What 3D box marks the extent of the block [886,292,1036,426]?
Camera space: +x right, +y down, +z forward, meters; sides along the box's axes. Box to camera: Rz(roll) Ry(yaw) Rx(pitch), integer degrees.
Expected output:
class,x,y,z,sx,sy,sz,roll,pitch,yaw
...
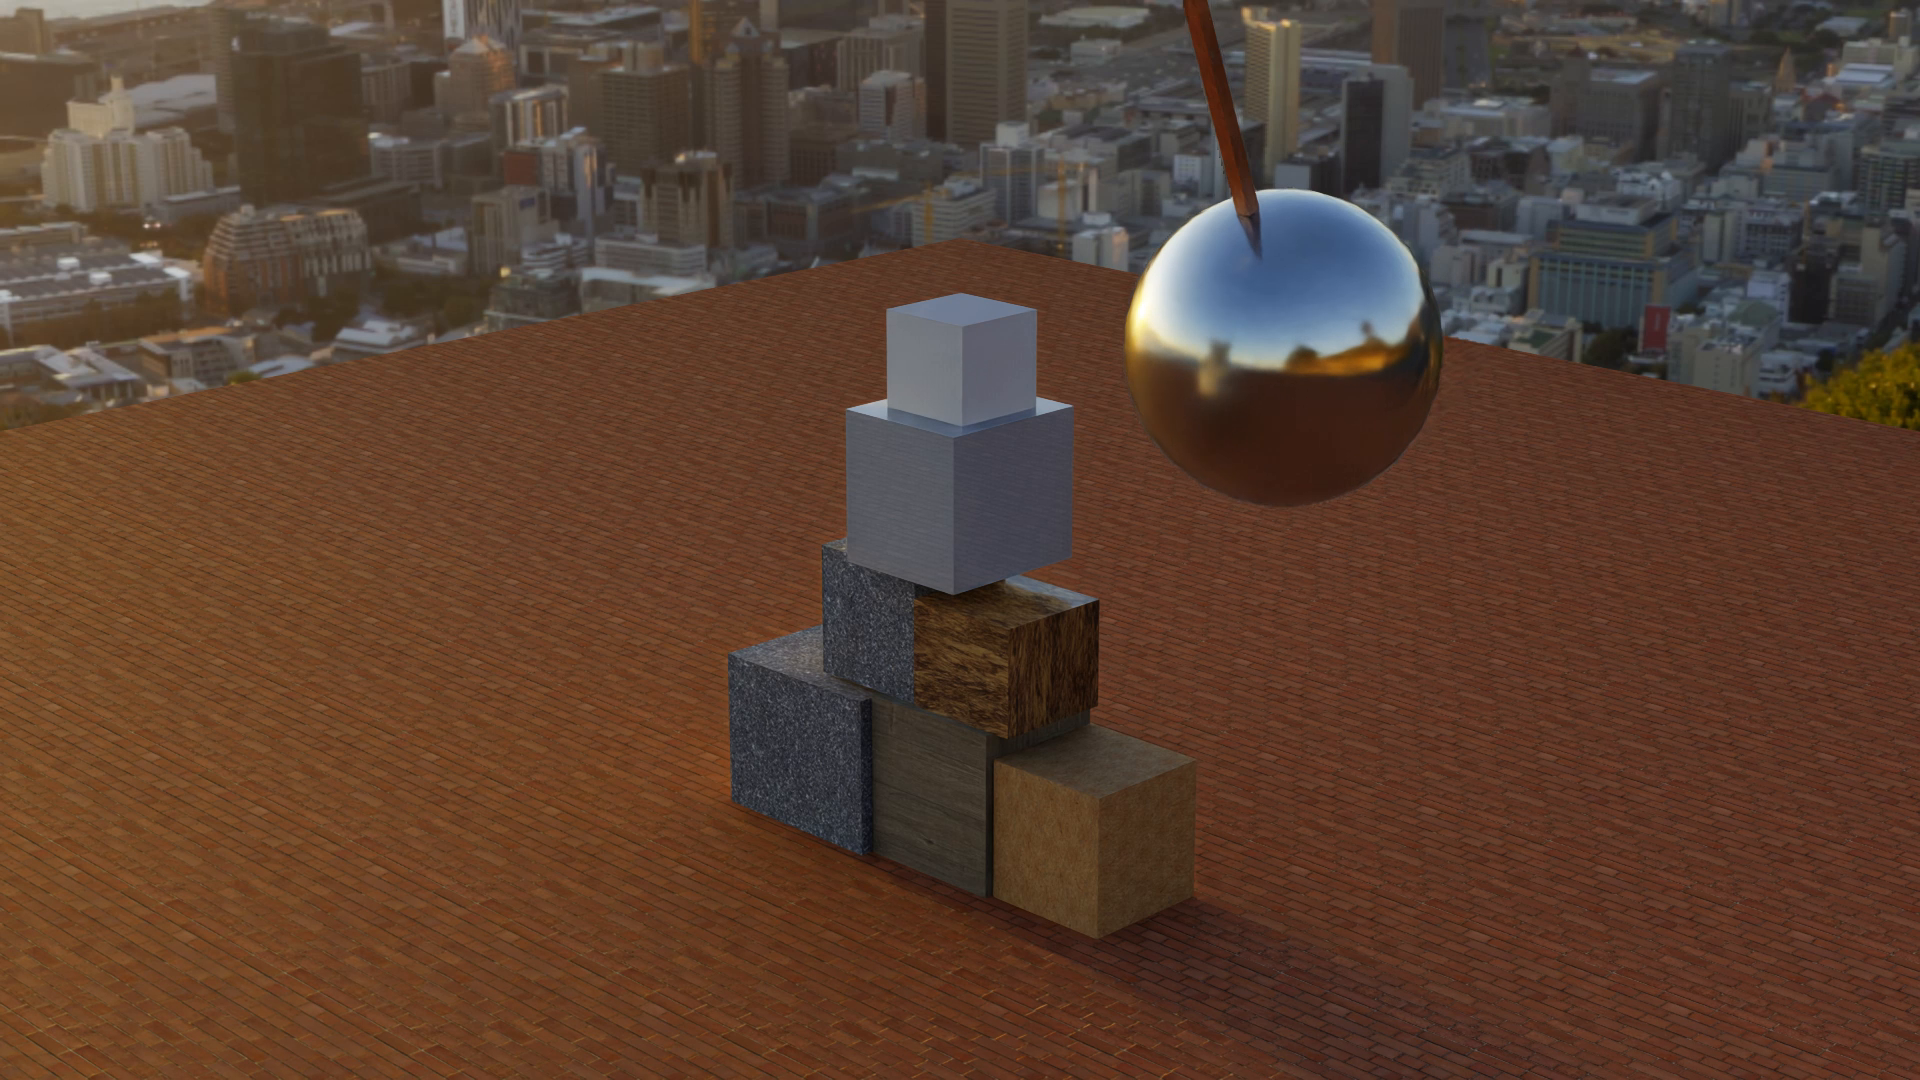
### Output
class,x,y,z,sx,sy,sz,roll,pitch,yaw
block,0.008,-0.811,13.095,0.468,0.449,0.477,-17,24,-42

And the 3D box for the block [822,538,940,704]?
class,x,y,z,sx,sy,sz,roll,pitch,yaw
block,-0.215,0.323,13.664,0.586,0.624,0.619,-17,24,-42

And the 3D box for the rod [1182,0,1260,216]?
class,x,y,z,sx,sy,sz,roll,pitch,yaw
rod,0.703,-3.684,12.921,0.080,5.200,0.080,17,46,42

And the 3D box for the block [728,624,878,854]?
class,x,y,z,sx,sy,sz,roll,pitch,yaw
block,-0.497,0.921,14.141,0.816,0.763,0.929,-17,24,-42

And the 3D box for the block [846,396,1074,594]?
class,x,y,z,sx,sy,sz,roll,pitch,yaw
block,0.000,-0.253,13.262,0.764,0.716,0.685,-17,24,-42

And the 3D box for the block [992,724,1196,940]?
class,x,y,z,sx,sy,sz,roll,pitch,yaw
block,0.601,1.292,13.129,0.644,0.662,0.636,-17,24,-42

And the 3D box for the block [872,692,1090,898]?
class,x,y,z,sx,sy,sz,roll,pitch,yaw
block,0.096,1.091,13.568,0.683,0.783,0.736,-17,24,-42

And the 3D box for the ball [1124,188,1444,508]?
class,x,y,z,sx,sy,sz,roll,pitch,yaw
ball,1.623,-0.963,14.740,1.600,1.600,1.600,0,17,0

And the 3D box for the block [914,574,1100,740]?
class,x,y,z,sx,sy,sz,roll,pitch,yaw
block,0.210,0.510,13.255,0.588,0.512,0.593,-17,24,-42
